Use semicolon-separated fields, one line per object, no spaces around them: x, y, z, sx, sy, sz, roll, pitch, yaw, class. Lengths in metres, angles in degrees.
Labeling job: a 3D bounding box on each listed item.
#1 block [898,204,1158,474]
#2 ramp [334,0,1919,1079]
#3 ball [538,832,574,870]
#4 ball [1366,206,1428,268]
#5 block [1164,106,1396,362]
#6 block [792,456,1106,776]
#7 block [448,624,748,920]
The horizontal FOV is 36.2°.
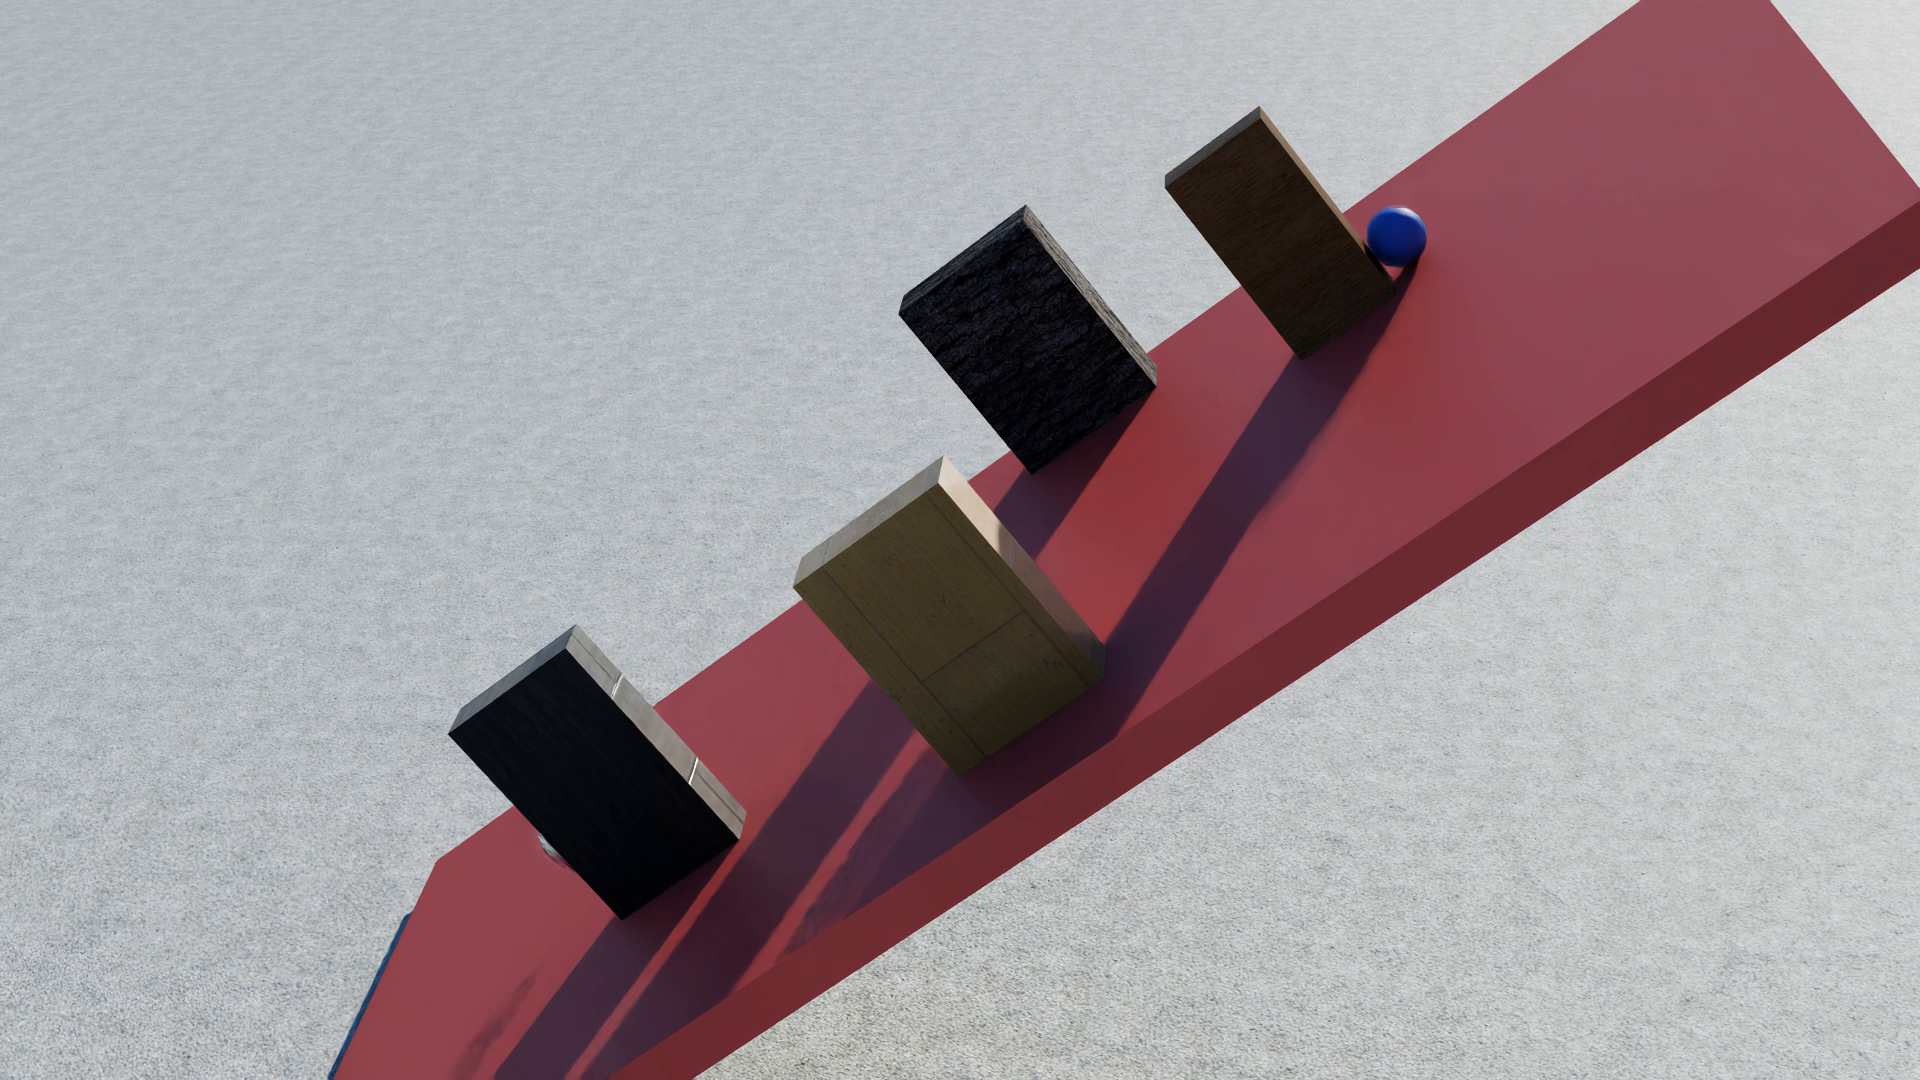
0.162;-0.468;6.901;0.370;0.504;0.138;-35;16;17;block
0.124;0.183;6.333;4.000;0.100;2.000;-35;16;17;ramp
-0.868;0.662;6.662;0.170;0.170;0.170;0;23;0;ball
0.935;-0.648;6.298;0.129;0.129;0.129;0;23;0;ball
0.679;-0.647;6.231;0.248;0.483;0.097;-35;16;17;block
-0.017;0.148;5.629;0.354;0.503;0.141;-35;16;17;block
-0.773;0.501;6.306;0.338;0.564;0.122;-35;16;17;block
